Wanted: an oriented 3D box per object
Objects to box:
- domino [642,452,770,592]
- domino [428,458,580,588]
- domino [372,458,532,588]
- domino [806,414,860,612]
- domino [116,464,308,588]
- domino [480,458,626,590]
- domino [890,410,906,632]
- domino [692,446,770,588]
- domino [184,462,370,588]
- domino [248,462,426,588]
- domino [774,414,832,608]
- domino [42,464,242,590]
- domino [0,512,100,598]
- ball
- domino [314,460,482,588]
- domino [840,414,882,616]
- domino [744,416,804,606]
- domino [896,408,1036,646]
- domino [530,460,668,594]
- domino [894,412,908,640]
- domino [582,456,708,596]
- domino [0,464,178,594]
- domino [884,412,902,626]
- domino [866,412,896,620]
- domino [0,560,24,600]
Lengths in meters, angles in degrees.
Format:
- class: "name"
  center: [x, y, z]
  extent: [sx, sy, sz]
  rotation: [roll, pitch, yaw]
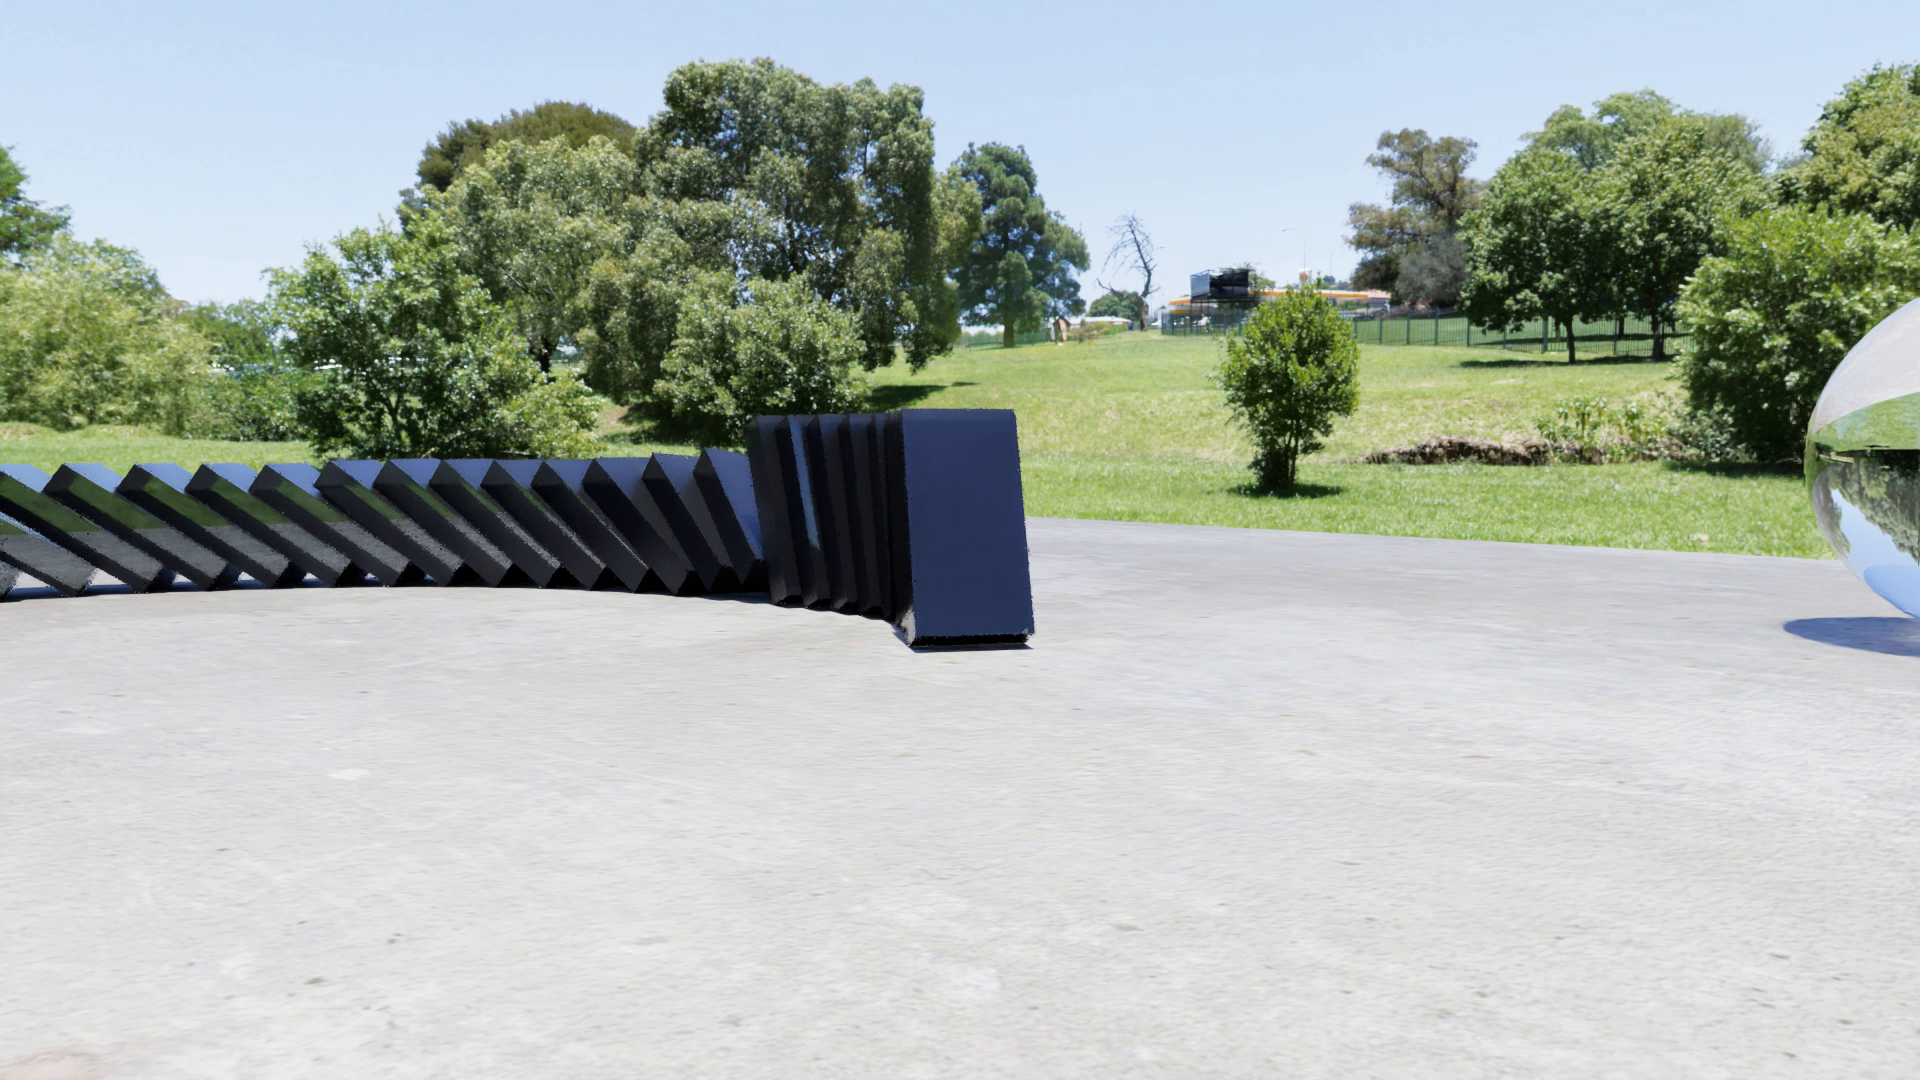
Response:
- class: "domino"
  center: [-0.070, -0.005, 0.371]
  extent: [0.025, 0.009, 0.050]
  rotation: [2, 39, -43]
- class: "domino"
  center: [-0.135, -0.006, 0.391]
  extent: [0.050, 0.010, 0.025]
  rotation: [39, 14, 11]
- class: "domino"
  center: [-0.151, -0.006, 0.393]
  extent: [0.050, 0.009, 0.025]
  rotation: [38, 10, 6]
- class: "domino"
  center: [-0.023, -0.007, 0.333]
  extent: [0.025, 0.050, 0.010]
  rotation: [-2, -16, -29]
- class: "domino"
  center: [-0.221, -0.005, 0.383]
  extent: [0.050, 0.010, 0.025]
  rotation: [35, -2, -9]
- class: "domino"
  center: [-0.118, -0.005, 0.388]
  extent: [0.050, 0.009, 0.025]
  rotation: [40, 18, 15]
- class: "domino"
  center: [-0.002, -0.005, 0.295]
  extent: [0.025, 0.050, 0.009]
  rotation: [-1, -17, -11]
- class: "domino"
  center: [-0.056, -0.006, 0.365]
  extent: [0.025, 0.009, 0.050]
  rotation: [9, 35, -37]
- class: "domino"
  center: [-0.204, -0.005, 0.388]
  extent: [0.050, 0.009, 0.025]
  rotation: [35, 1, -6]
- class: "domino"
  center: [-0.187, -0.005, 0.391]
  extent: [0.050, 0.009, 0.025]
  rotation: [35, 3, -4]
- class: "domino"
  center: [-0.032, -0.008, 0.340]
  extent: [0.025, 0.050, 0.009]
  rotation: [-3, -16, -32]
- class: "domino"
  center: [-0.237, -0.004, 0.377]
  extent: [0.050, 0.009, 0.025]
  rotation: [35, -5, -13]
- class: "domino"
  center: [-0.267, -0.002, 0.356]
  extent: [0.050, 0.009, 0.025]
  rotation: [37, -13, -25]
- class: "ball"
  center: [0.226, -0.018, 0.271]
  extent: [0.080, 0.080, 0.080]
  rotation: [0, 4, 0]
- class: "domino"
  center: [-0.169, -0.006, 0.393]
  extent: [0.050, 0.009, 0.025]
  rotation: [37, 6, 1]
- class: "domino"
  center: [-0.015, -0.007, 0.324]
  extent: [0.025, 0.050, 0.009]
  rotation: [-2, -16, -21]
- class: "domino"
  center: [-0.041, -0.009, 0.347]
  extent: [0.025, 0.050, 0.009]
  rotation: [-3, -16, -33]
- class: "domino"
  center: [0.001, -0.003, 0.274]
  extent: [0.025, 0.050, 0.009]
  rotation: [-1, -17, -11]
- class: "domino"
  center: [-0.102, -0.005, 0.382]
  extent: [0.050, 0.010, 0.025]
  rotation: [42, 21, 19]
- class: "domino"
  center: [0.000, -0.004, 0.285]
  extent: [0.025, 0.050, 0.009]
  rotation: [-1, -17, -11]
- class: "domino"
  center: [-0.086, -0.005, 0.376]
  extent: [0.050, 0.009, 0.025]
  rotation: [45, 27, 24]
- class: "domino"
  center: [-0.253, -0.004, 0.370]
  extent: [0.050, 0.010, 0.025]
  rotation: [36, -6, -15]
- class: "domino"
  center: [-0.004, -0.005, 0.305]
  extent: [0.025, 0.050, 0.009]
  rotation: [-1, -17, -11]
- class: "domino"
  center: [-0.008, -0.006, 0.315]
  extent: [0.025, 0.050, 0.010]
  rotation: [-1, -16, -16]
- class: "domino"
  center: [-0.280, 0.000, 0.343]
  extent: [0.050, 0.009, 0.025]
  rotation: [34, -14, -28]
